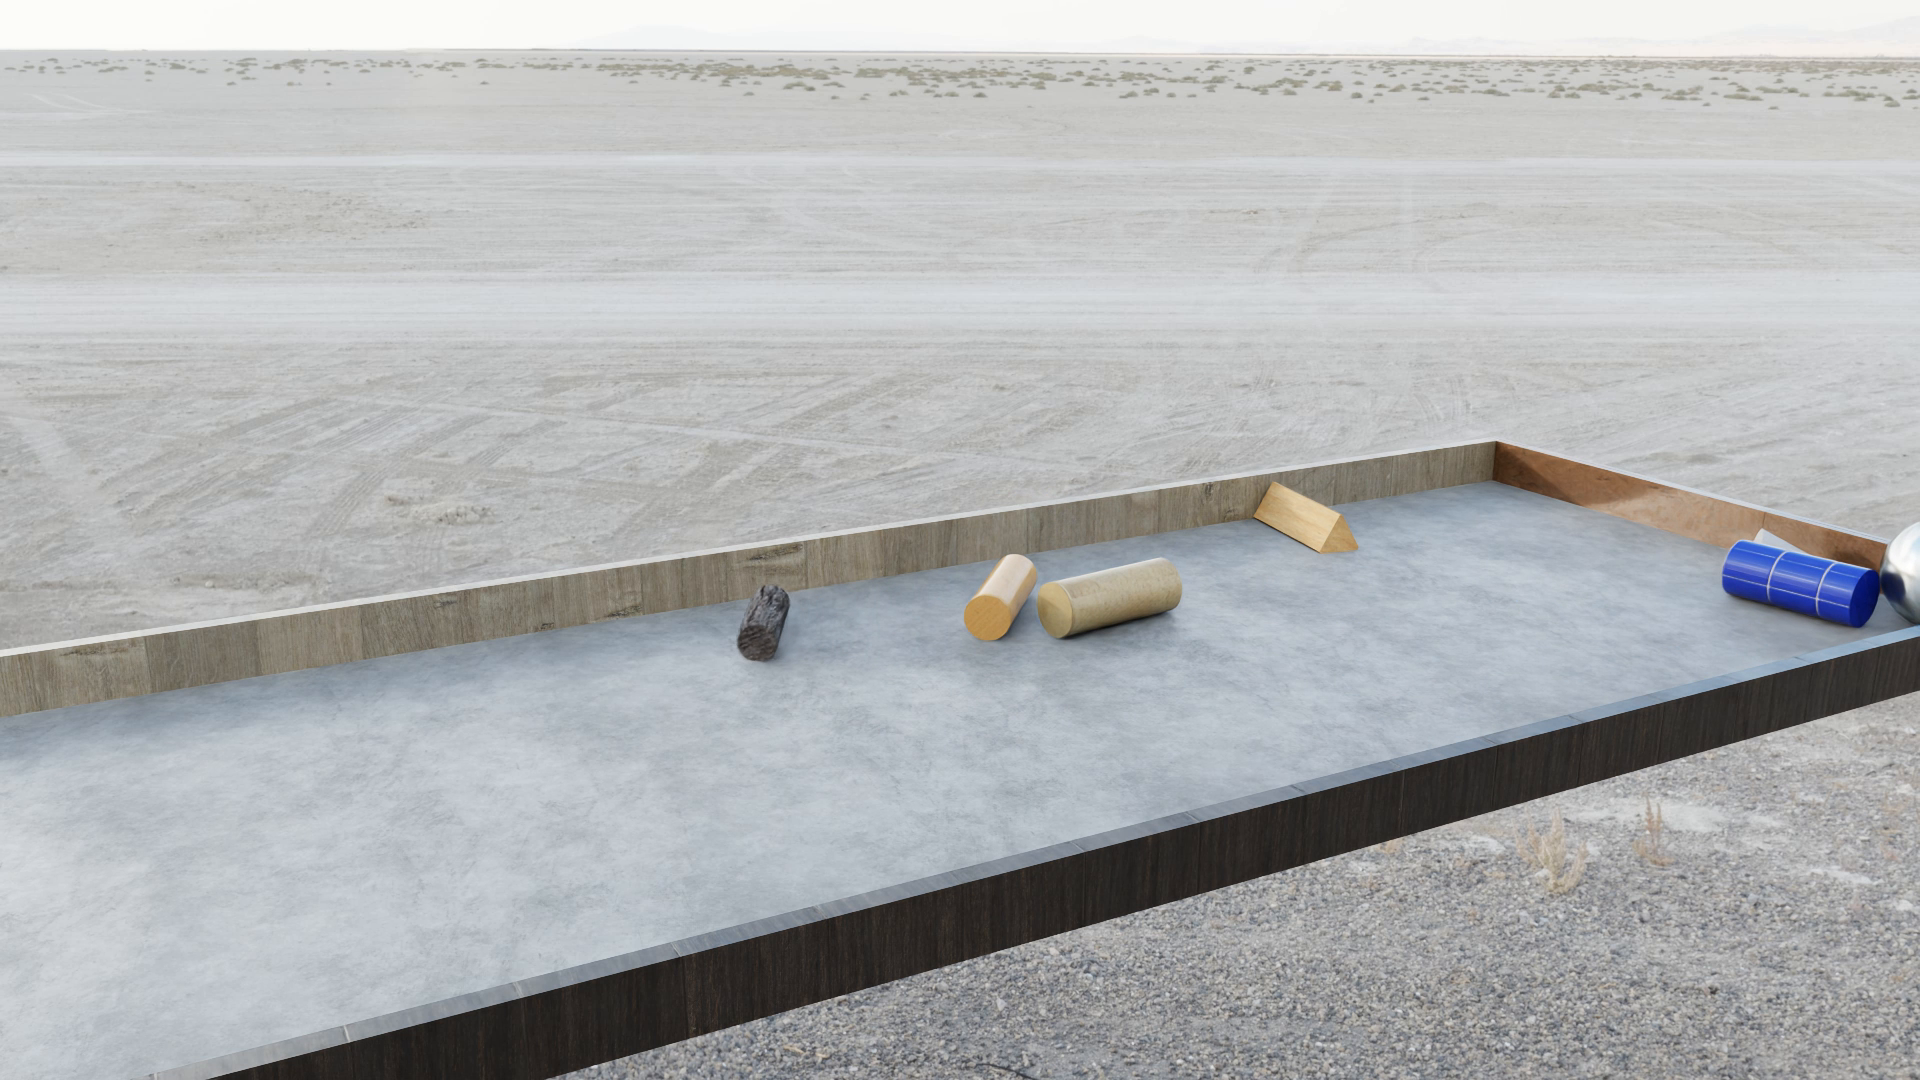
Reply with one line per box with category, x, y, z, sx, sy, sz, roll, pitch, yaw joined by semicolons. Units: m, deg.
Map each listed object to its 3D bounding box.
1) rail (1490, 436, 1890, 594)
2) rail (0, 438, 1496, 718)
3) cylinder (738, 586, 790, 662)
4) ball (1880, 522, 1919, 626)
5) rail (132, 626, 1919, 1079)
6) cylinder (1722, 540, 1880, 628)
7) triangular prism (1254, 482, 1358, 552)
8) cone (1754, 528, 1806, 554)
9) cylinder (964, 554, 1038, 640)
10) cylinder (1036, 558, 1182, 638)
rail;2.466;-0.048;5.253;0.050;0.150;2.100;-9;18;-27
rail;-3.305;0.497;3.399;12.000;0.150;0.050;-9;18;-27
cylinder;-0.523;0.221;4.422;0.103;0.103;0.331;0;16;0
ball;2.678;0.093;4.484;0.313;0.313;0.313;0;16;0
rail;-2.336;1.006;1.665;12.000;0.150;0.050;-9;18;-27
cylinder;2.368;0.119;4.655;0.165;0.165;0.365;-12;20;-35
triangular prism;1.132;-0.082;5.408;0.139;0.120;0.438;-6;17;-17
cone;2.528;0.100;4.871;0.359;0.165;0.165;19;22;16
cylinder;0.117;0.156;4.599;0.128;0.128;0.389;4;17;13
cylinder;0.415;0.157;4.550;0.394;0.153;0.153;-11;20;-34
